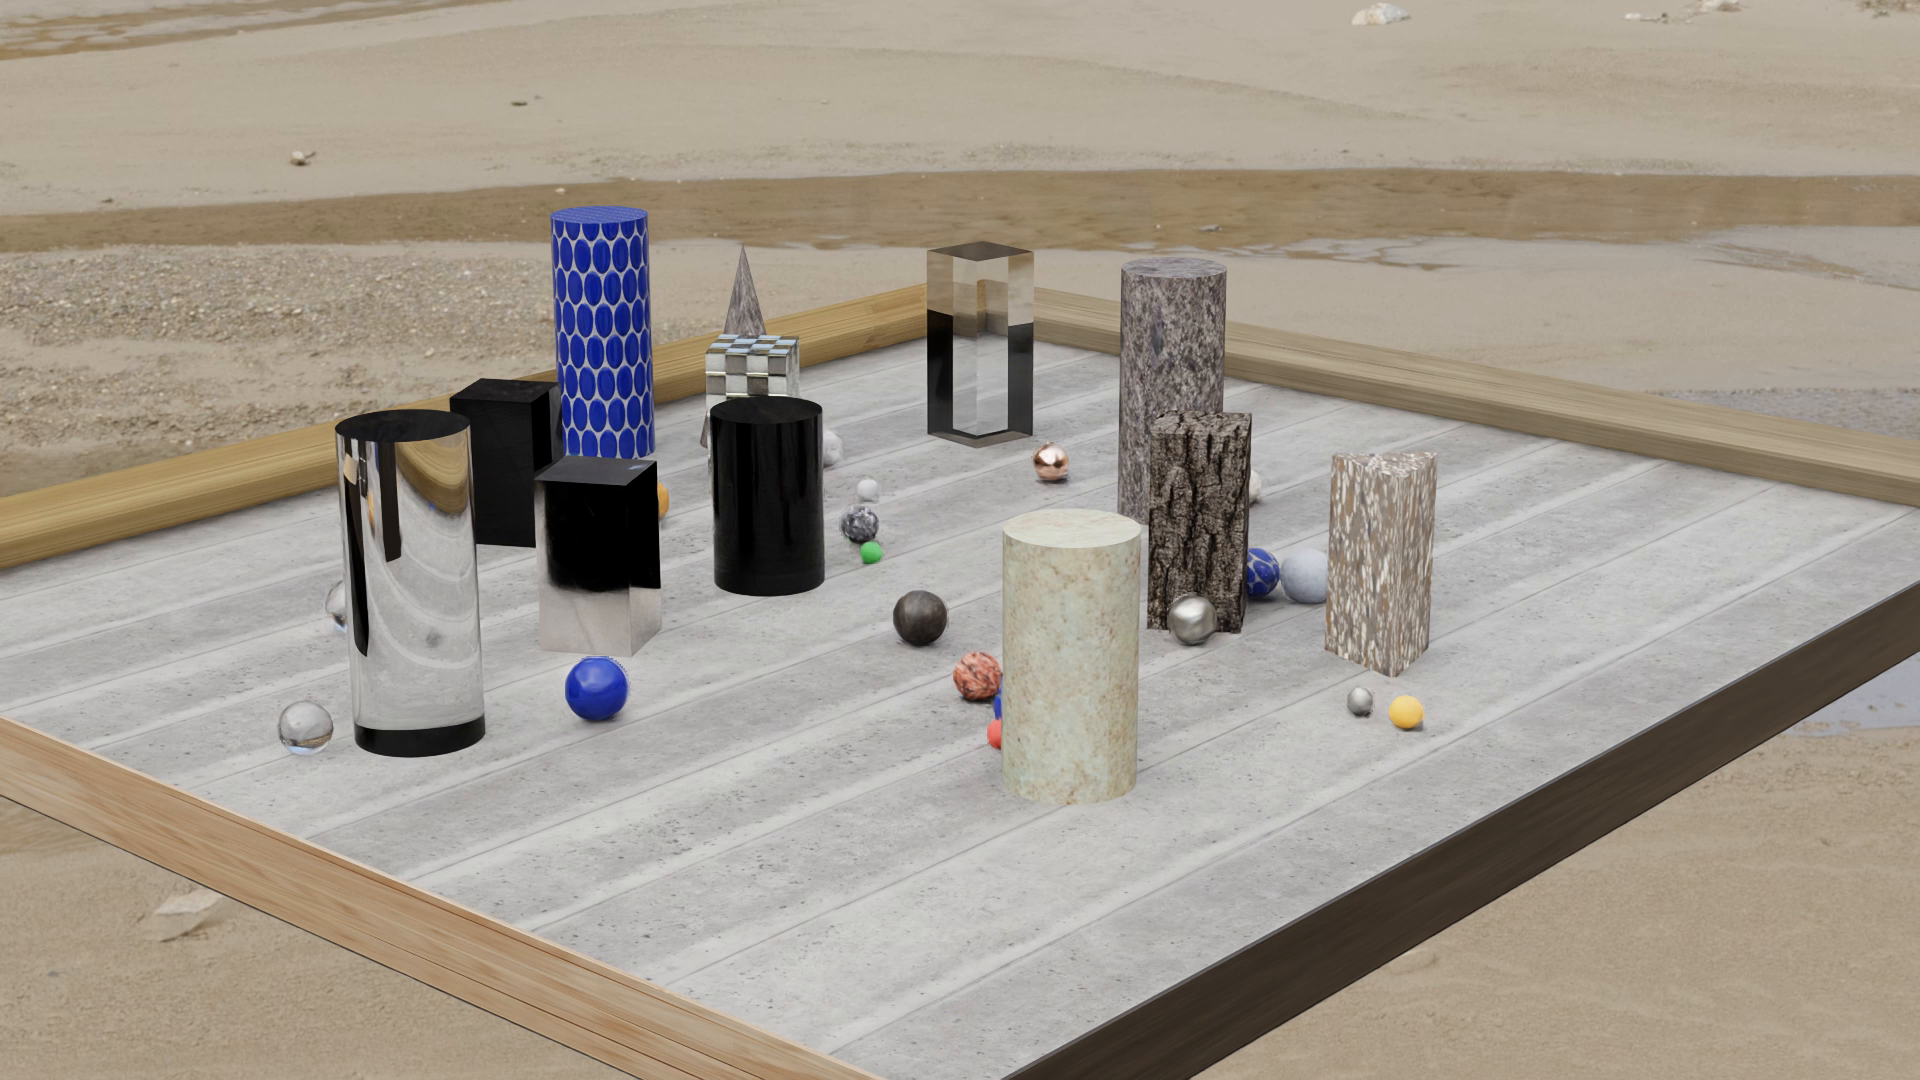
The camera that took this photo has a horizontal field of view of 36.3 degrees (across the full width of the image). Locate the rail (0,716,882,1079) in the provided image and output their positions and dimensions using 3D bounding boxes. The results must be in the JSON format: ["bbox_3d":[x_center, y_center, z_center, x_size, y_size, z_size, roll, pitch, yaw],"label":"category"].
[{"bbox_3d":[-1.051,0.381,3.961,2.802,0.128,0.045,14,22,39],"label":"rail"}]

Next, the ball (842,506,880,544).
[{"bbox_3d":[-0.185,-0.029,5.424,0.071,0.071,0.071,0,17,0],"label":"ball"}]

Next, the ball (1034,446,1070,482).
[{"bbox_3d":[0.182,-0.153,5.833,0.072,0.072,0.072,0,17,0],"label":"ball"}]

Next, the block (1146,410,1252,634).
[{"bbox_3d":[0.406,-0.033,4.966,0.158,0.342,0.158,3,17,9],"label":"block"}]

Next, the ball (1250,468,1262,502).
[{"bbox_3d":[0.548,-0.105,5.674,0.072,0.072,0.072,0,17,0],"label":"ball"}]

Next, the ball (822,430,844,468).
[{"bbox_3d":[-0.274,-0.185,5.933,0.076,0.076,0.076,0,17,0],"label":"ball"}]

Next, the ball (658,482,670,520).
[{"bbox_3d":[-0.591,-0.073,5.546,0.085,0.085,0.085,0,17,0],"label":"ball"}]

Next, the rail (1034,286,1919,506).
[{"bbox_3d":[1.051,-0.317,6.279,2.802,0.128,0.045,14,22,39],"label":"rail"}]

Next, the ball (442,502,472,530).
[{"bbox_3d":[-0.946,-0.046,5.514,0.052,0.052,0.052,0,17,0],"label":"ball"}]

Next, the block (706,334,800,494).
[{"bbox_3d":[-0.406,-0.247,5.779,0.158,0.284,0.158,2,17,6],"label":"block"}]

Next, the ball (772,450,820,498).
[{"bbox_3d":[-0.317,-0.127,5.681,0.092,0.092,0.092,0,17,0],"label":"ball"}]

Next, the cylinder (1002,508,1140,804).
[{"bbox_3d":[0.159,0.167,4.234,0.197,0.384,0.197,0,17,0],"label":"cylinder"}]

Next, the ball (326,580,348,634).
[{"bbox_3d":[-1.013,0.110,4.914,0.099,0.099,0.099,0,17,0],"label":"ball"}]

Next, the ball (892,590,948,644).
[{"bbox_3d":[-0.066,0.128,4.869,0.091,0.091,0.091,0,17,0],"label":"ball"}]

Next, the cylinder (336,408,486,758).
[{"bbox_3d":[-0.823,0.064,4.398,0.197,0.486,0.197,0,17,0],"label":"cylinder"}]

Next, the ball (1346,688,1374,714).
[{"bbox_3d":[0.621,0.250,4.550,0.042,0.042,0.042,0,17,0],"label":"ball"}]

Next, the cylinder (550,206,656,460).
[{"bbox_3d":[-0.730,-0.422,6.000,0.197,0.492,0.197,0,17,0],"label":"cylinder"}]

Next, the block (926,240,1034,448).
[{"bbox_3d":[0.042,-0.410,6.129,0.158,0.394,0.158,-14,22,-39],"label":"block"}]

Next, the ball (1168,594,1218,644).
[{"bbox_3d":[0.387,0.132,4.874,0.081,0.081,0.081,0,17,0],"label":"ball"}]

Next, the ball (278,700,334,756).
[{"bbox_3d":[-0.978,0.281,4.379,0.082,0.082,0.082,0,17,0],"label":"ball"}]

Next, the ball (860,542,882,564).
[{"bbox_3d":[-0.161,0.023,5.306,0.041,0.041,0.041,0,17,0],"label":"ball"}]

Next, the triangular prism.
[{"bbox_3d":[0.713,0.029,4.777,0.148,0.333,0.171,-11,20,-31],"label":"triangular prism"}]

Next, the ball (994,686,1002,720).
[{"bbox_3d":[0.097,0.253,4.452,0.092,0.092,0.092,0,17,0],"label":"ball"}]

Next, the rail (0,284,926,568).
[{"bbox_3d":[-1.040,-0.228,5.984,0.045,0.128,3.254,14,22,39],"label":"rail"}]

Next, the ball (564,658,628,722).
[{"bbox_3d":[-0.560,0.230,4.518,0.099,0.099,0.099,0,17,0],"label":"ball"}]

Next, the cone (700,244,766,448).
[{"bbox_3d":[-0.445,-0.408,6.074,0.197,0.422,0.197,0,17,0],"label":"cone"}]

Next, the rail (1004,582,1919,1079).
[{"bbox_3d":[1.040,0.293,4.255,0.045,0.128,3.254,14,22,39],"label":"rail"}]

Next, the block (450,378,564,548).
[{"bbox_3d":[-0.839,-0.144,5.452,0.158,0.276,0.158,4,17,12],"label":"block"}]

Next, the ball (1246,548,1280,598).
[{"bbox_3d":[0.515,0.057,5.111,0.087,0.087,0.087,0,17,0],"label":"ball"}]

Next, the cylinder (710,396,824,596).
[{"bbox_3d":[-0.339,-0.079,5.172,0.197,0.312,0.197,0,17,0],"label":"cylinder"}]

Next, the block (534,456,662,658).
[{"bbox_3d":[-0.598,0.026,4.859,0.158,0.293,0.158,4,17,12],"label":"block"}]

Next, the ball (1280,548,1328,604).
[{"bbox_3d":[0.602,0.062,5.079,0.096,0.096,0.096,0,17,0],"label":"ball"}]

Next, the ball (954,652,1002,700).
[{"bbox_3d":[0.028,0.214,4.608,0.077,0.077,0.077,0,17,0],"label":"ball"}]

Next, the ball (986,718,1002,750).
[{"bbox_3d":[0.063,0.292,4.405,0.046,0.046,0.046,0,17,0],"label":"ball"}]

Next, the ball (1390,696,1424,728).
[{"bbox_3d":[0.683,0.263,4.489,0.052,0.052,0.052,0,17,0],"label":"ball"}]

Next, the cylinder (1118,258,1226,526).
[{"bbox_3d":[0.401,-0.281,5.557,0.197,0.478,0.197,0,17,0],"label":"cylinder"}]

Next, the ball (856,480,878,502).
[{"bbox_3d":[-0.179,-0.097,5.697,0.044,0.044,0.044,0,17,0],"label":"ball"}]
